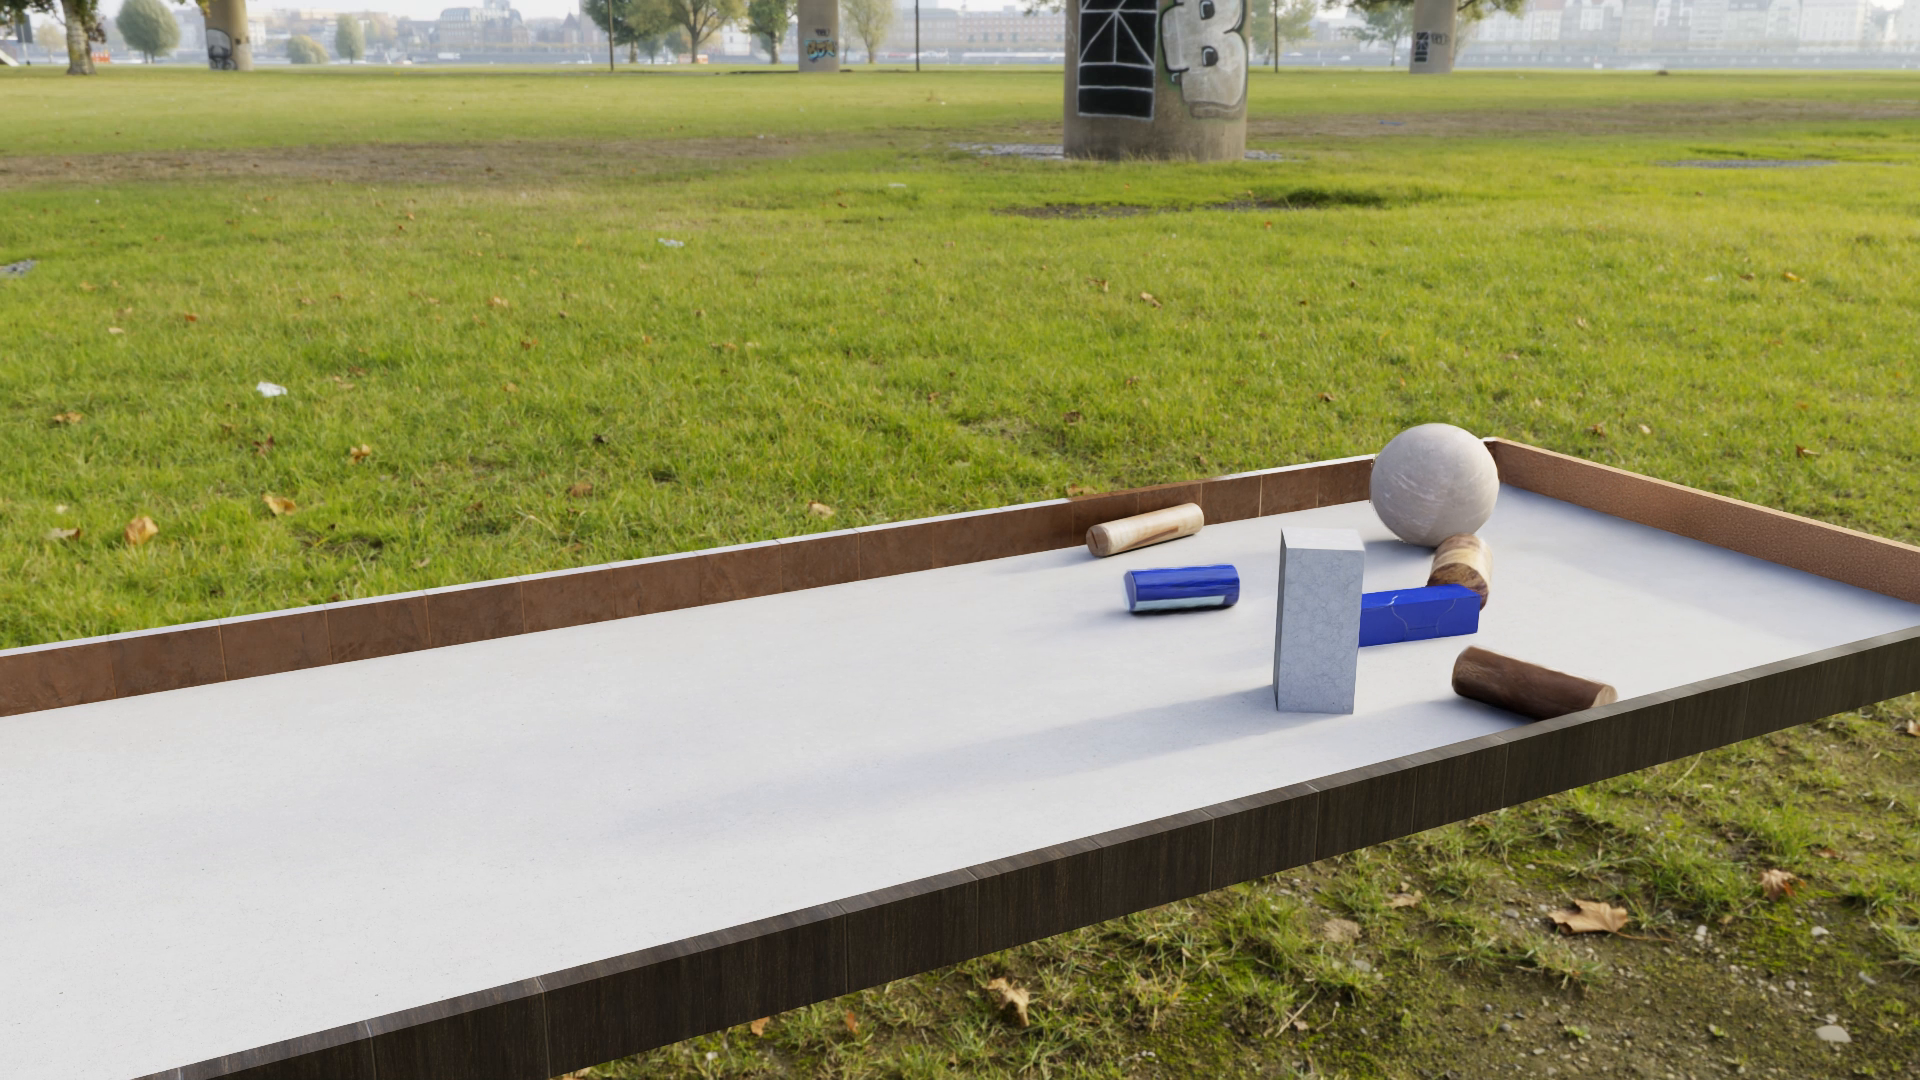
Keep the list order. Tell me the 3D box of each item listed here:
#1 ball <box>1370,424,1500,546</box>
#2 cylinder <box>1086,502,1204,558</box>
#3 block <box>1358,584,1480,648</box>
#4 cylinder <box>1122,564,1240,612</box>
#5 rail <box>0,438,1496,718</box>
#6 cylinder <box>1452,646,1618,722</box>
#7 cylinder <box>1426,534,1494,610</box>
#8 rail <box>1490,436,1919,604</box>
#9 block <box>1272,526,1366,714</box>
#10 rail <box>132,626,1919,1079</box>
[{"bbox_3d":[1.509,-0.175,5.251,0.394,0.394,0.394,0,16,0],"label":"ball"},{"bbox_3d":[0.597,-0.034,5.288,0.430,0.102,0.102,-13,21,-37],"label":"cylinder"},{"bbox_3d":[1.209,0.204,4.469,0.386,0.109,0.109,-5,17,-17],"label":"block"},{"bbox_3d":[0.627,0.138,4.679,0.308,0.116,0.116,-4,17,-12],"label":"cylinder"},{"bbox_3d":[-3.305,0.497,3.399,12.000,0.150,0.050,-9,18,-27],"label":"rail"},{"bbox_3d":[1.359,0.357,3.913,0.128,0.128,0.357,-14,21,-39],"label":"cylinder"},{"bbox_3d":[1.429,0.102,4.712,0.167,0.167,0.311,6,17,19],"label":"cylinder"},{"bbox_3d":[2.466,-0.048,5.253,0.050,0.150,2.100,-9,18,-27],"label":"rail"},{"bbox_3d":[0.860,0.192,3.975,0.179,0.409,0.179,2,16,6],"label":"block"},{"bbox_3d":[-2.336,1.006,1.665,12.000,0.150,0.050,-9,18,-27],"label":"rail"}]
